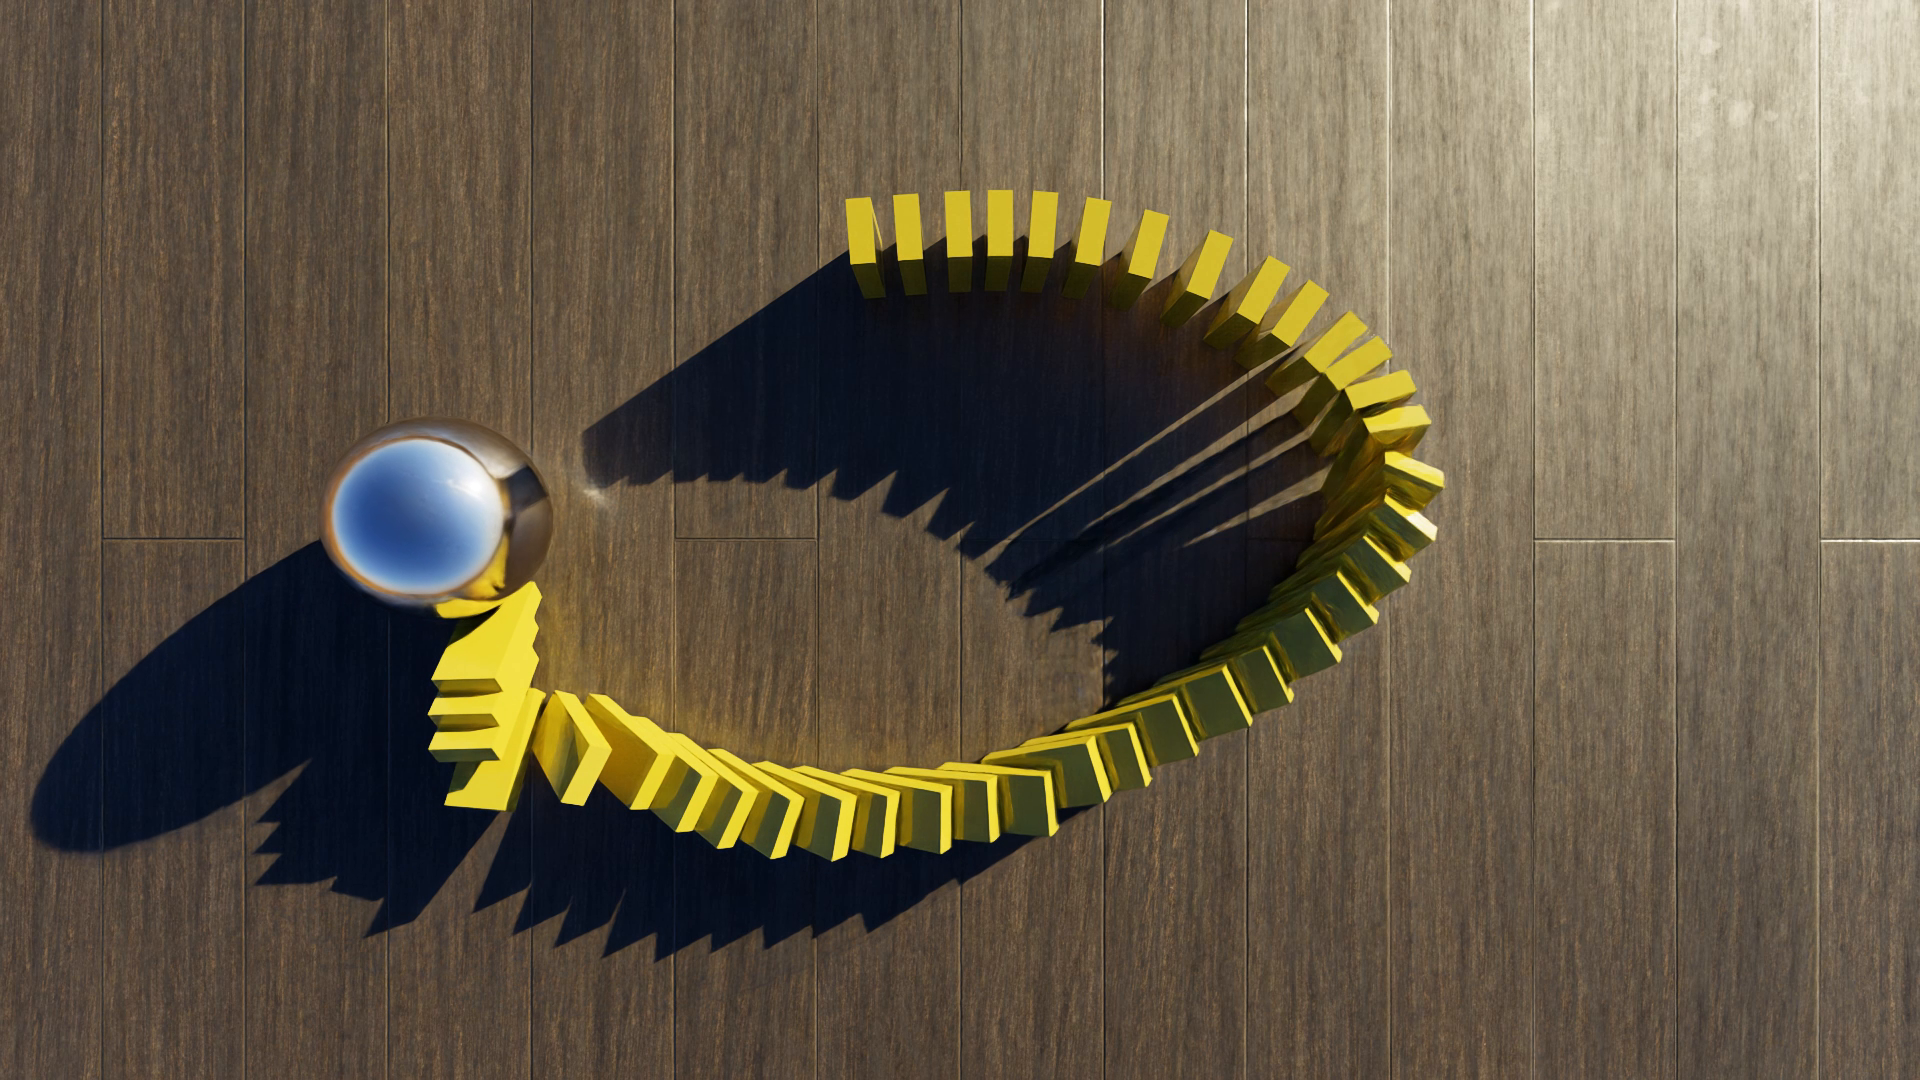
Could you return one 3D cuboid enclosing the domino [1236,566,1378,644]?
[{"bbox_3d":[0.143,0.034,0.381,0.050,0.009,0.025,-38,90,37],"label":"domino"}]

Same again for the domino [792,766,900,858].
[{"bbox_3d":[-0.050,0.113,0.384,0.050,0.010,0.025,6,90,29],"label":"domino"}]

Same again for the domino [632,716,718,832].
[{"bbox_3d":[-0.125,0.097,0.382,0.050,0.009,0.025,26,90,31],"label":"domino"}]

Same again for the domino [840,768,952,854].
[{"bbox_3d":[-0.027,0.113,0.383,0.050,0.009,0.025,2,92,29],"label":"domino"}]

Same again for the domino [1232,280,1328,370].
[{"bbox_3d":[0.130,-0.087,0.375,0.010,0.050,0.025,36,90,0],"label":"domino"}]

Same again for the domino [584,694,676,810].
[{"bbox_3d":[-0.143,0.088,0.383,0.050,0.010,0.025,27,90,31],"label":"domino"}]

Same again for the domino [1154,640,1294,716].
[{"bbox_3d":[0.110,0.063,0.384,0.050,0.009,0.025,-26,90,29],"label":"domino"}]

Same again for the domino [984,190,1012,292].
[{"bbox_3d":[0.015,-0.121,0.375,0.009,0.050,0.025,0,90,0],"label":"domino"}]

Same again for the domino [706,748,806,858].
[{"bbox_3d":[-0.090,0.109,0.383,0.050,0.009,0.025,20,90,31],"label":"domino"}]

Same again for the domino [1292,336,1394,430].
[{"bbox_3d":[0.155,-0.063,0.375,0.025,0.050,0.010,-33,78,0],"label":"domino"}]

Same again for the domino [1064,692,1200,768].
[{"bbox_3d":[0.072,0.083,0.384,0.050,0.010,0.025,-22,90,27],"label":"domino"}]

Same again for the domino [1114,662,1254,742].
[{"bbox_3d":[0.093,0.072,0.383,0.050,0.009,0.025,-26,90,29],"label":"domino"}]

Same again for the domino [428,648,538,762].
[{"bbox_3d":[-0.196,0.067,0.379,0.025,0.010,0.050,-1,46,0],"label":"domino"}]

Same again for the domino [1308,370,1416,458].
[{"bbox_3d":[0.163,-0.050,0.375,0.025,0.050,0.010,-17,72,0],"label":"domino"}]

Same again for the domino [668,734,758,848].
[{"bbox_3d":[-0.109,0.104,0.383,0.050,0.010,0.025,25,90,30],"label":"domino"}]

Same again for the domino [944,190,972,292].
[{"bbox_3d":[-0.001,-0.121,0.375,0.010,0.050,0.025,-3,90,0],"label":"domino"}]

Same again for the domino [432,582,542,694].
[{"bbox_3d":[-0.195,0.040,0.379,0.025,0.009,0.050,-1,46,0],"label":"domino"}]

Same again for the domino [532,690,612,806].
[{"bbox_3d":[-0.162,0.085,0.378,0.010,0.050,0.025,27,90,-43],"label":"domino"}]

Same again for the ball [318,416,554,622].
[{"bbox_3d":[-0.203,-0.008,0.360,0.080,0.080,0.080,0,90,0],"label":"ball"}]

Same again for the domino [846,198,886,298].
[{"bbox_3d":[-0.038,-0.118,0.375,0.009,0.050,0.025,-5,90,0],"label":"domino"}]

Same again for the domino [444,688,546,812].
[{"bbox_3d":[-0.195,0.087,0.385,0.025,0.009,0.050,3,68,5],"label":"domino"}]

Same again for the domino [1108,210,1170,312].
[{"bbox_3d":[0.072,-0.113,0.375,0.010,0.050,0.025,15,90,0],"label":"domino"}]

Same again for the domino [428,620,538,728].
[{"bbox_3d":[-0.196,0.053,0.379,0.025,0.009,0.050,-1,46,0],"label":"domino"}]

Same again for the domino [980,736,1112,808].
[{"bbox_3d":[0.035,0.099,0.382,0.050,0.010,0.025,-17,90,29],"label":"domino"}]

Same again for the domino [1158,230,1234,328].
[{"bbox_3d":[0.096,-0.105,0.375,0.010,0.050,0.025,22,90,0],"label":"domino"}]

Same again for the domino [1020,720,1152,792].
[{"bbox_3d":[0.052,0.093,0.384,0.050,0.010,0.025,-17,90,27],"label":"domino"}]

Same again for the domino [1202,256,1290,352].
[{"bbox_3d":[0.116,-0.096,0.375,0.009,0.050,0.025,30,90,0],"label":"domino"}]

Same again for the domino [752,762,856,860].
[{"bbox_3d":[-0.068,0.112,0.382,0.050,0.010,0.025,11,92,31],"label":"domino"}]

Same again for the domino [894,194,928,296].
[{"bbox_3d":[-0.020,-0.120,0.375,0.010,0.050,0.025,-4,90,0],"label":"domino"}]

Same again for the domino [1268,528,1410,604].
[{"bbox_3d":[0.156,0.019,0.380,0.025,0.010,0.050,45,132,0],"label":"domino"}]

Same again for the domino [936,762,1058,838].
[{"bbox_3d":[0.015,0.108,0.383,0.050,0.010,0.025,-4,94,28],"label":"domino"}]

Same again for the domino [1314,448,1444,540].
[{"bbox_3d":[0.171,-0.014,0.378,0.025,0.050,0.010,23,50,-1],"label":"domino"}]

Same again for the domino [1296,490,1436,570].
[{"bbox_3d":[0.167,0.003,0.379,0.025,0.050,0.010,39,47,0],"label":"domino"}]

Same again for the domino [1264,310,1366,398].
[{"bbox_3d":[0.144,-0.075,0.375,0.025,0.050,0.009,-45,87,0],"label":"domino"}]

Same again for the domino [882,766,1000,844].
[{"bbox_3d":[-0.008,0.110,0.384,0.050,0.009,0.025,-3,90,28],"label":"domino"}]

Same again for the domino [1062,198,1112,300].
[{"bbox_3d":[0.051,-0.118,0.375,0.010,0.050,0.025,10,90,0],"label":"domino"}]

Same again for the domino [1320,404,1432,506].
[{"bbox_3d":[0.169,-0.034,0.376,0.025,0.050,0.009,-9,58,-4],"label":"domino"}]

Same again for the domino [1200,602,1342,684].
[{"bbox_3d":[0.129,0.048,0.382,0.050,0.009,0.025,-33,90,34],"label":"domino"}]

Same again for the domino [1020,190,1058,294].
[{"bbox_3d":[0.032,-0.121,0.375,0.010,0.050,0.025,5,90,0],"label":"domino"}]
